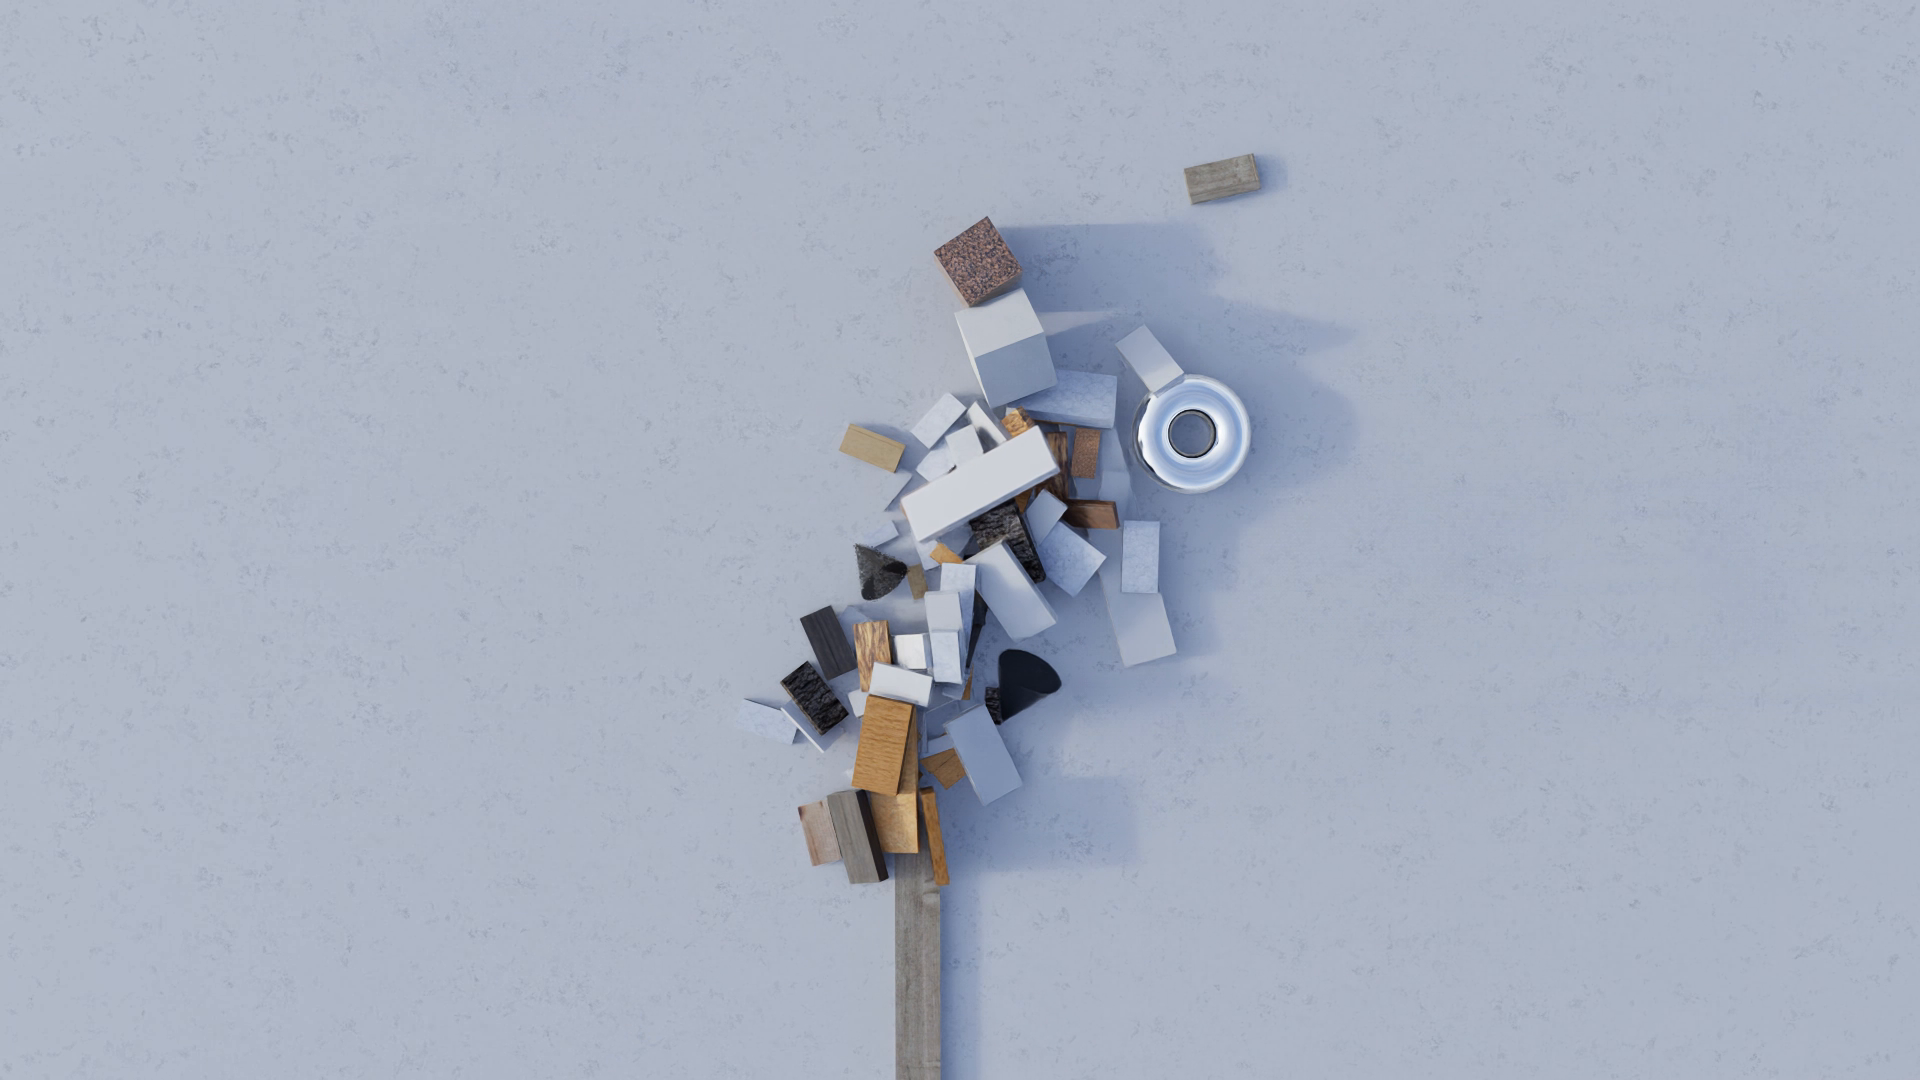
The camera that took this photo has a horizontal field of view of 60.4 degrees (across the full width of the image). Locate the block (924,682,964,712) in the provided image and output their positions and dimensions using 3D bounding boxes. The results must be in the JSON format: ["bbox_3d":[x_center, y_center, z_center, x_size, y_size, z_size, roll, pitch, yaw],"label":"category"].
[{"bbox_3d":[-0.063,0.513,5.466,0.138,0.020,0.069,-26,72,12],"label":"block"}]

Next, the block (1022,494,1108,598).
[{"bbox_3d":[0.293,0.011,5.443,0.354,0.050,0.177,38,107,2],"label":"block"}]

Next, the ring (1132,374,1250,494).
[{"bbox_3d":[0.761,-0.349,5.436,0.396,0.132,0.396,0,91,0],"label":"ring"}]

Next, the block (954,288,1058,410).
[{"bbox_3d":[0.150,-0.619,5.334,0.235,0.235,0.235,-21,48,0],"label":"block"}]

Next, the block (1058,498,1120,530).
[{"bbox_3d":[0.413,-0.086,5.403,0.217,0.026,0.091,4,122,30],"label":"block"}]

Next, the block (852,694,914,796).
[{"bbox_3d":[-0.251,0.669,5.377,0.152,0.043,0.304,11,96,11],"label":"block"}]

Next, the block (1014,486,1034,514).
[{"bbox_3d":[0.196,-0.196,5.388,0.101,0.029,0.202,22,89,6],"label":"block"}]

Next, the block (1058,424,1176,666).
[{"bbox_3d":[0.523,-0.005,5.475,0.177,0.050,0.833,-15,90,0],"label":"block"}]

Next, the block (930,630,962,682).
[{"bbox_3d":[-0.043,0.373,5.317,0.087,0.025,0.174,-1,112,8],"label":"block"}]

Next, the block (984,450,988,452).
[{"bbox_3d":[0.061,-0.224,5.489,0.079,0.022,0.158,21,90,0],"label":"block"}]

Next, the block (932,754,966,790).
[{"bbox_3d":[-0.011,0.756,5.489,0.149,0.021,0.074,-39,90,0],"label":"block"}]

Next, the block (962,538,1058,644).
[{"bbox_3d":[0.162,0.171,5.392,0.162,0.046,0.324,-30,103,22],"label":"block"}]

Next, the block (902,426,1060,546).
[{"bbox_3d":[0.064,-0.175,5.321,0.515,0.046,0.162,-28,67,14],"label":"block"}]

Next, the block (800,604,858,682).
[{"bbox_3d":[-0.433,0.340,5.456,0.113,0.032,0.226,-24,90,0],"label":"block"}]

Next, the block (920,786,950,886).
[{"bbox_3d":[-0.083,0.964,5.382,0.042,0.149,0.299,-10,91,-3],"label":"block"}]

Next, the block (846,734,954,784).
[{"bbox_3d":[-0.185,0.721,5.475,0.392,0.014,0.048,-20,77,4],"label":"block"}]

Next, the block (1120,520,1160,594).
[{"bbox_3d":[0.594,0.055,5.433,0.118,0.033,0.236,2,90,0],"label":"block"}]

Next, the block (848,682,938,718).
[{"bbox_3d":[-0.221,0.495,5.471,0.294,0.025,0.087,-23,68,1],"label":"block"}]

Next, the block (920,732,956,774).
[{"bbox_3d":[-0.065,0.702,5.489,0.149,0.021,0.074,-40,90,0],"label":"block"}]

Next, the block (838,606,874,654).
[{"bbox_3d":[-0.383,0.327,5.486,0.100,0.028,0.200,32,90,0],"label":"block"}]

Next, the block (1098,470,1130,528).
[{"bbox_3d":[0.503,-0.135,5.437,0.091,0.026,0.183,9,90,0],"label":"block"}]

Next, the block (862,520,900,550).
[{"bbox_3d":[-0.265,-0.017,5.492,0.112,0.016,0.056,-26,90,0],"label":"block"}]

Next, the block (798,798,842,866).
[{"bbox_3d":[-0.466,0.973,5.486,0.101,0.029,0.203,-14,90,0],"label":"block"}]

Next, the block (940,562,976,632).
[{"bbox_3d":[-0.010,0.187,5.344,0.110,0.031,0.220,5,91,6],"label":"block"}]

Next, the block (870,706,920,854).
[{"bbox_3d":[-0.216,0.787,5.421,0.152,0.043,0.477,-1,93,12],"label":"block"}]

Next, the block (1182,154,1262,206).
[{"bbox_3d":[0.871,-1.199,5.483,0.236,0.033,0.118,-13,90,0],"label":"block"}]

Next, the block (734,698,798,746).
[{"bbox_3d":[-0.639,0.605,5.486,0.200,0.028,0.100,17,90,0],"label":"block"}]

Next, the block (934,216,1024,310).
[{"bbox_3d":[0.059,-0.896,5.396,0.209,0.209,0.209,-33,90,0],"label":"block"}]

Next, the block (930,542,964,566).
[{"bbox_3d":[-0.040,0.065,5.434,0.112,0.016,0.056,39,78,10],"label":"block"}]

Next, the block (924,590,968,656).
[{"bbox_3d":[-0.045,0.270,5.306,0.110,0.031,0.220,-4,111,9],"label":"block"}]

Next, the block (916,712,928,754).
[{"bbox_3d":[-0.146,0.641,5.470,0.069,0.020,0.138,-7,76,7],"label":"block"}]

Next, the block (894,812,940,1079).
[{"bbox_3d":[-0.140,1.382,5.479,0.149,0.042,0.945,0,90,0],"label":"block"}]

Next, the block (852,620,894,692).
[{"bbox_3d":[-0.281,0.383,5.443,0.113,0.032,0.226,-7,90,13],"label":"block"}]

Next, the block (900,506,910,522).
[{"bbox_3d":[-0.114,-0.121,5.476,0.157,0.022,0.079,-34,69,0],"label":"block"}]

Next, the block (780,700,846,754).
[{"bbox_3d":[-0.487,0.597,5.466,0.203,0.029,0.101,47,66,0],"label":"block"}]

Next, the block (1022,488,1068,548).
[{"bbox_3d":[0.254,-0.059,5.395,0.101,0.029,0.202,37,107,2],"label":"block"}]
